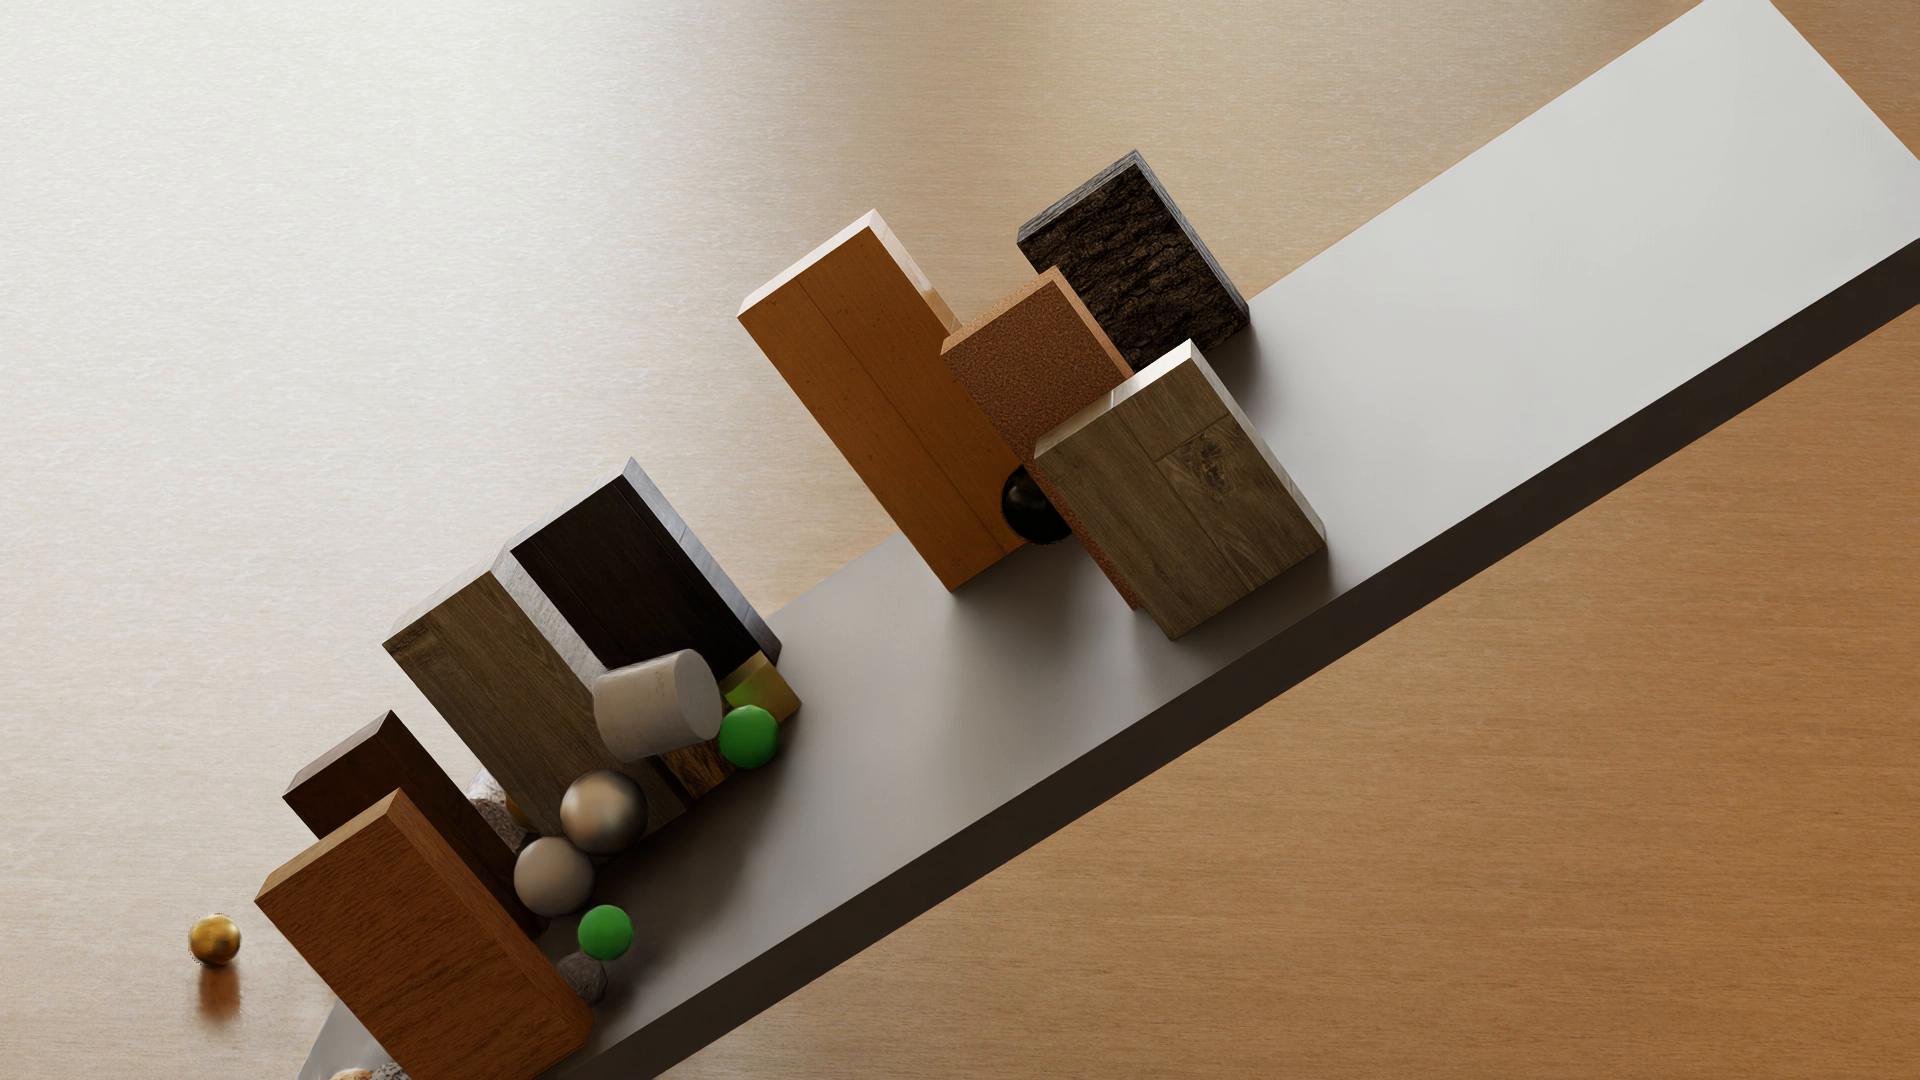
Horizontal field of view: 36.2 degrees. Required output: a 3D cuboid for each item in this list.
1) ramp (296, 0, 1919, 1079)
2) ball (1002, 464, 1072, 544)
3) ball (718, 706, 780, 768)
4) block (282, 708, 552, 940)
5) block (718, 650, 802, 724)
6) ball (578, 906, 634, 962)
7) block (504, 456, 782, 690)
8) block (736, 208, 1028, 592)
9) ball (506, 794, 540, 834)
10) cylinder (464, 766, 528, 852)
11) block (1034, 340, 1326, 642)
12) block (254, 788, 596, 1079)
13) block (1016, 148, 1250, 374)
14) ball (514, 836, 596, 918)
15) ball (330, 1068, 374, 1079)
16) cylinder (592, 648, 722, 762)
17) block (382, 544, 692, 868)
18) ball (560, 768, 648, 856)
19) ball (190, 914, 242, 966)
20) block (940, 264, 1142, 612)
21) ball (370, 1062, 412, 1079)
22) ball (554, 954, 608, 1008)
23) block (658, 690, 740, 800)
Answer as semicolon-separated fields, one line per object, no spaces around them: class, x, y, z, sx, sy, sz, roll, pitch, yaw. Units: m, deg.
ramp;0.133;0.176;6.312;4.000;0.100;2.000;-33;16;16
ball;0.184;-0.086;6.417;0.186;0.186;0.186;0;22;0
ball;-0.462;0.431;6.446;0.138;0.138;0.138;0;22;0
block;-1.185;0.685;6.472;0.275;0.583;0.121;-33;16;16
block;-0.455;0.350;6.682;0.128;0.128;0.128;-39;15;-4
ball;-0.712;0.790;5.912;0.112;0.112;0.112;0;22;0
block;-0.768;0.152;7.065;0.389;0.596;0.126;-33;16;16
block;-0.106;-0.306;6.552;0.362;0.791;0.141;-33;16;16
ball;-1.002;0.617;7.036;0.169;0.169;0.169;0;22;0
cylinder;-1.129;0.659;7.185;0.179;0.179;0.179;4;28;11
block;0.408;-0.089;5.444;0.346;0.442;0.108;-33;16;16
block;-1.036;0.815;5.719;0.336;0.608;0.110;-33;16;16
block;0.410;-0.623;6.929;0.337;0.471;0.141;-33;16;16
ball;-0.886;0.736;6.429;0.178;0.178;0.178;0;22;0
ball;-1.247;1.161;6.067;0.143;0.143;0.143;0;22;0
cylinder;-0.657;0.360;6.400;0.204;0.204;0.204;-16;16;21
block;-0.930;0.387;6.551;0.310;0.700;0.149;-33;16;16
ball;-0.773;0.593;6.398;0.190;0.190;0.190;0;22;0
ball;-1.863;1.000;7.357;0.127;0.127;0.127;0;22;0
block;0.260;-0.193;5.696;0.263;0.641;0.099;-33;16;16
ball;-1.142;1.123;5.973;0.127;0.127;0.127;0;22;0
ball;-0.759;0.879;5.855;0.112;0.112;0.112;0;22;0
block;-0.576;0.449;6.600;0.161;0.161;0.161;-35;16;9
